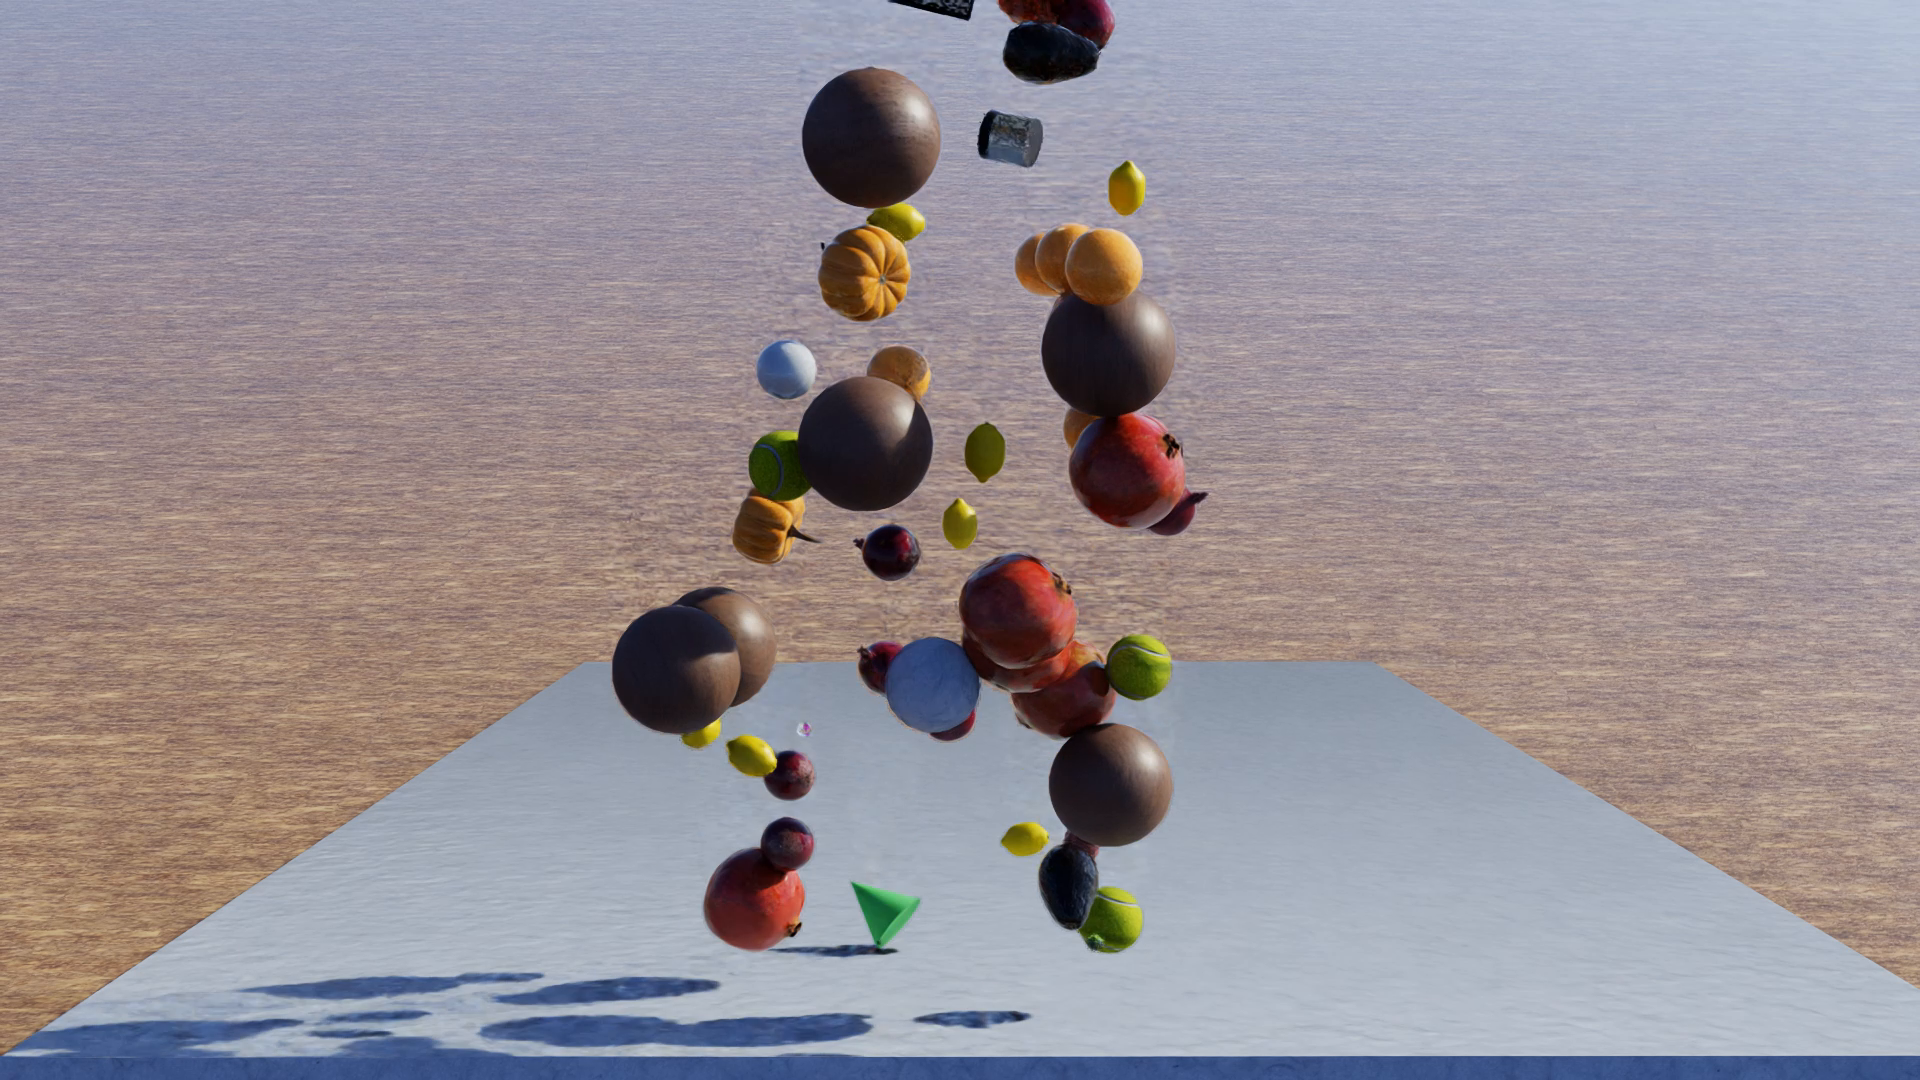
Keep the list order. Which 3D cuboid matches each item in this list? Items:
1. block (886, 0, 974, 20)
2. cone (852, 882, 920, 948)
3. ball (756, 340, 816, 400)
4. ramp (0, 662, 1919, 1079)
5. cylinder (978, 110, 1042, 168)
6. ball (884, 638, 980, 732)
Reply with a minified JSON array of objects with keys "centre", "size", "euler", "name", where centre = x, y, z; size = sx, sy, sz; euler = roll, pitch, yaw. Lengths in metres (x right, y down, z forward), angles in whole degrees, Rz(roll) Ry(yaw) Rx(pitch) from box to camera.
[{"centre":[-0.026,-0.594,2.637],"size":[0.092,0.092,0.092],"euler":[12,17,-5],"name":"block"},{"centre":[-0.101,0.429,3.046],"size":[0.077,0.077,0.077],"euler":[41,36,14],"name":"cone"},{"centre":[-0.161,-0.158,2.381],"size":[0.056,0.056,0.056],"euler":[0,22,0],"name":"ball"},{"centre":[0.051,0.459,4.533],"size":[2.000,0.100,4.000],"euler":[0,3,0],"name":"ramp"},{"centre":[0.053,-0.421,2.695],"size":[0.052,0.052,0.052],"euler":[15,26,20],"name":"cylinder"},{"centre":[-0.028,0.147,2.599],"size":[0.096,0.096,0.096],"euler":[0,22,0],"name":"ball"}]
